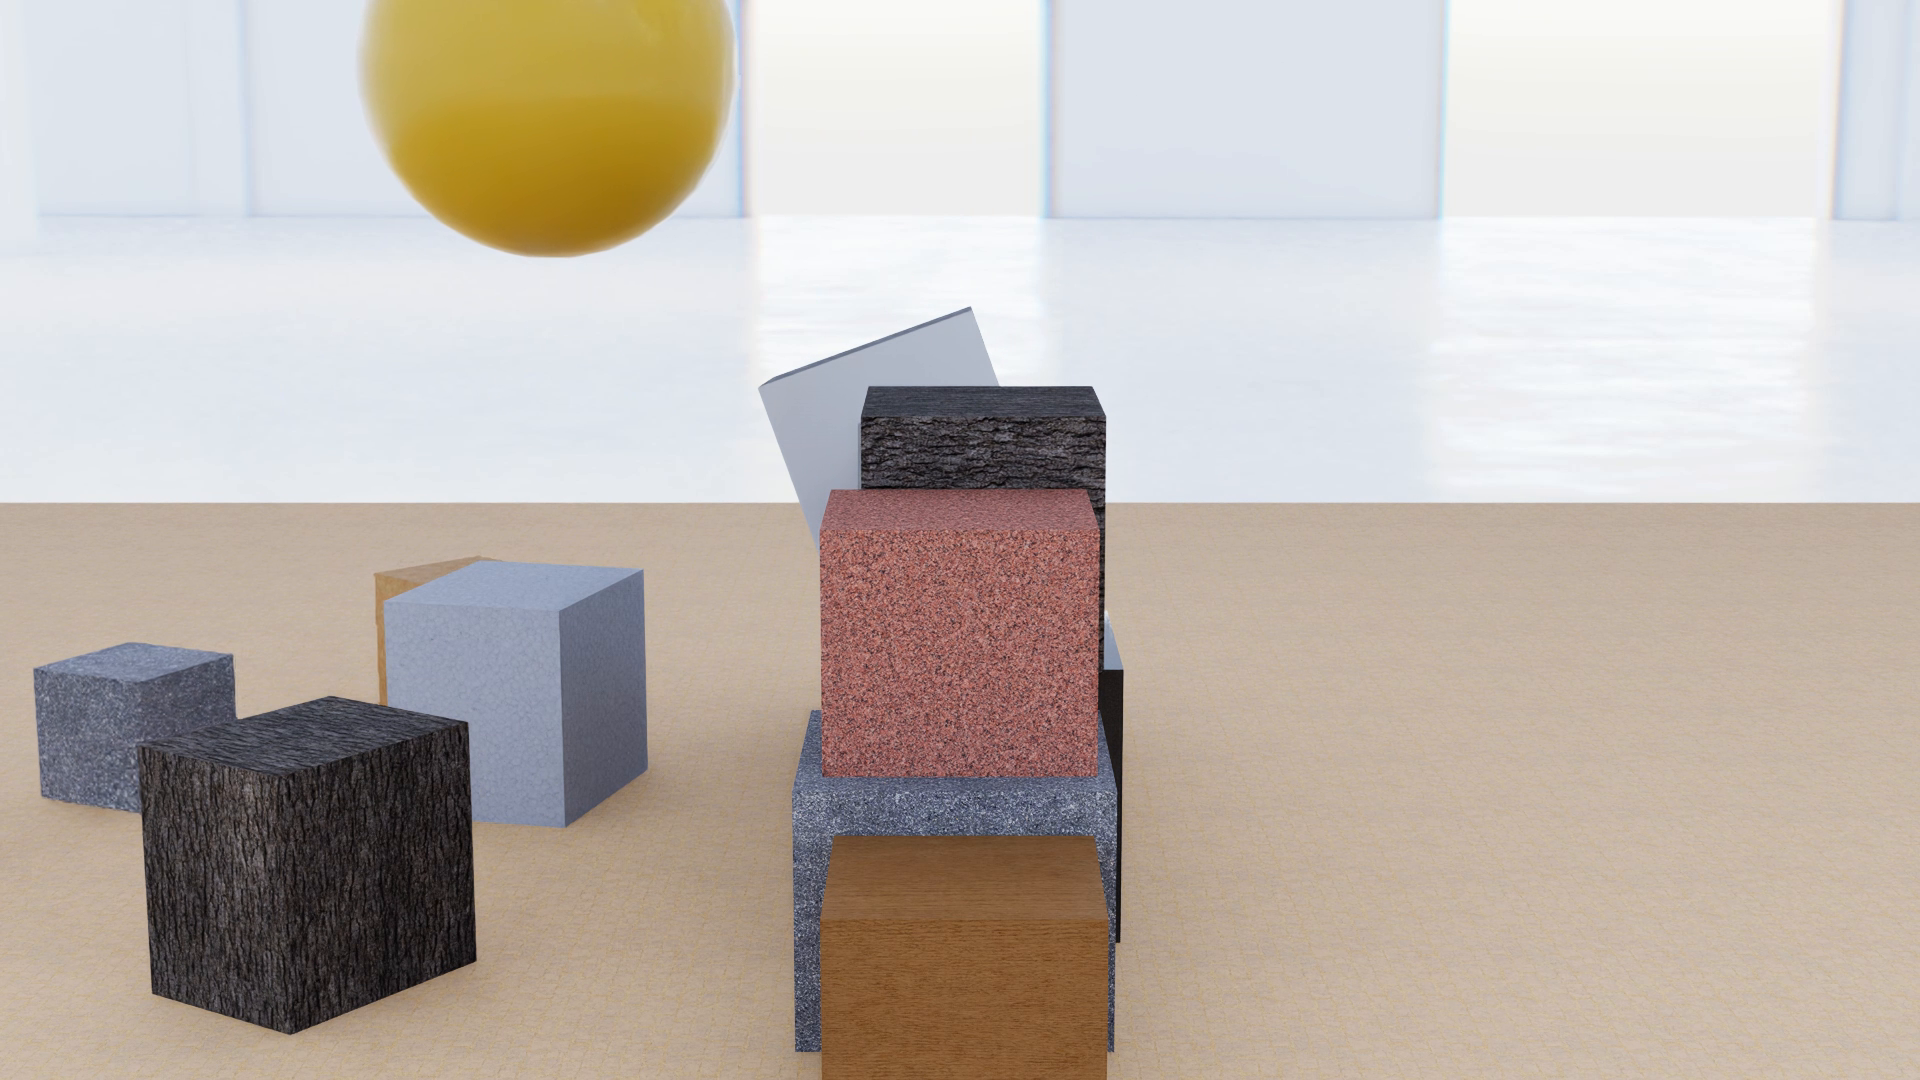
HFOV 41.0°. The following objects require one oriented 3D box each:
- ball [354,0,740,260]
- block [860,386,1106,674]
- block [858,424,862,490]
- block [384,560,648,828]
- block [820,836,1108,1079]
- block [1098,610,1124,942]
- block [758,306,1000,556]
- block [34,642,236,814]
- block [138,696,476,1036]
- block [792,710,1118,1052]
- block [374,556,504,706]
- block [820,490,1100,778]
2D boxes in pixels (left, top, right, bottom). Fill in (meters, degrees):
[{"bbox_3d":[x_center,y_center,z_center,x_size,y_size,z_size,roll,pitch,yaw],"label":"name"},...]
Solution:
[{"bbox_3d":[-1.731,-1.989,10.819,1.600,1.600,1.600,0,10,0],"label":"ball"},{"bbox_3d":[0.090,-0.063,10.606,0.961,1.033,0.998,0,10,0],"label":"block"},{"bbox_3d":[0.028,-0.077,11.657,0.949,0.814,0.901,0,-4,0],"label":"block"},{"bbox_3d":[-2.160,0.731,12.623,0.892,1.045,1.071,3,11,14],"label":"block"},{"bbox_3d":[0.014,1.543,8.791,0.929,0.820,0.925,0,10,0],"label":"block"},{"bbox_3d":[0.074,0.982,10.958,1.163,1.148,1.144,0,10,0],"label":"block"},{"bbox_3d":[-0.253,-0.414,12.666,1.076,1.165,1.050,-20,6,2],"label":"block"},{"bbox_3d":[-4.060,0.919,12.676,0.669,0.656,0.661,5,11,25],"label":"block"},{"bbox_3d":[-2.530,1.235,10.011,0.780,0.987,0.970,7,12,33],"label":"block"},{"bbox_3d":[-0.018,1.273,9.824,1.160,0.981,1.188,0,10,0],"label":"block"},{"bbox_3d":[-2.655,0.592,13.974,0.781,0.835,0.694,10,14,42],"label":"block"},{"bbox_3d":[-0.003,0.332,9.705,1.001,0.913,0.915,0,10,0],"label":"block"}]
